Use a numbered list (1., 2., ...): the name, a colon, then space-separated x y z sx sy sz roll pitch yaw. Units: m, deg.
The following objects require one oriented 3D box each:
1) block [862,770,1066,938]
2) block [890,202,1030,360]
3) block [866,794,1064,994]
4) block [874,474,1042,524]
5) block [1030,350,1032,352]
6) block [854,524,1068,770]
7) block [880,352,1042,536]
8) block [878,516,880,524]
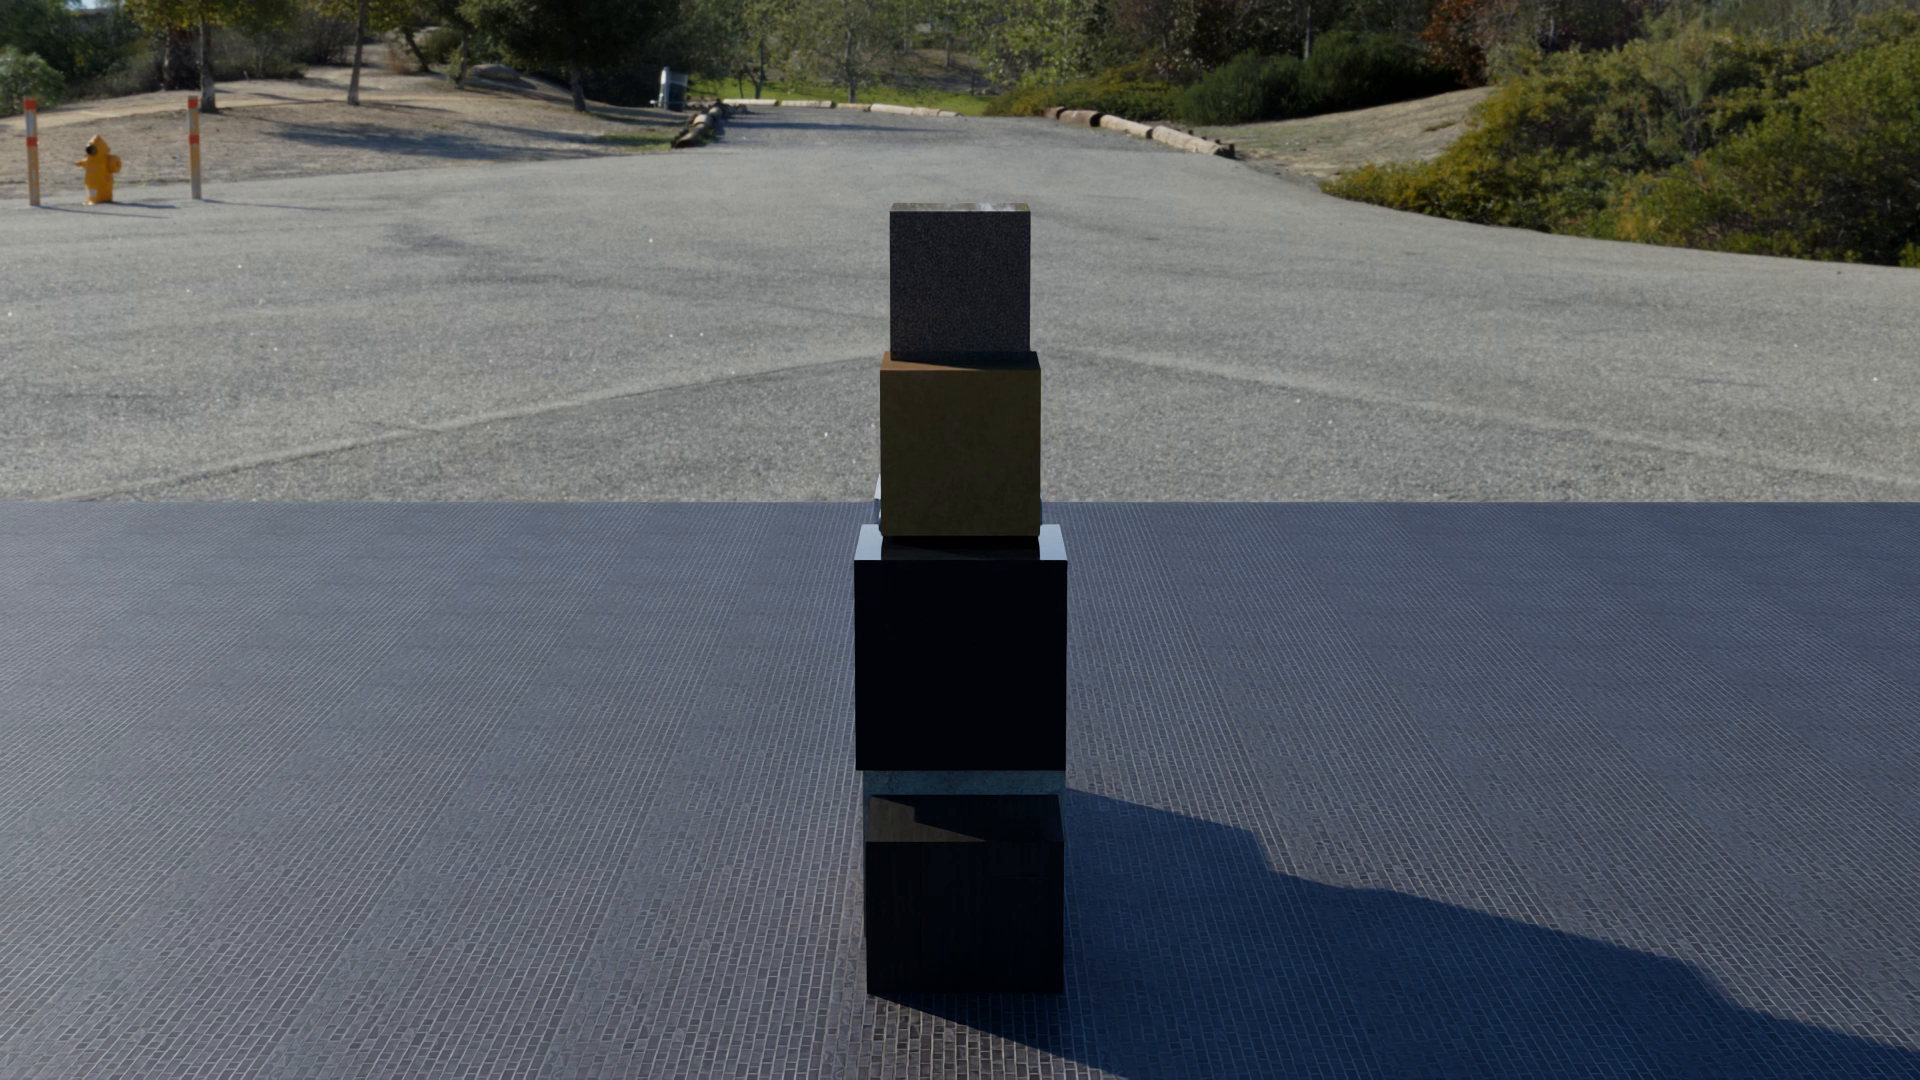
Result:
1. block: 0.016 1.181 10.949 0.826 0.760 0.916 0 10 0
2. block: 0.001 -1.113 10.968 0.583 0.618 0.654 0 11 0
3. block: 0.019 1.396 10.184 0.759 0.610 0.646 0 10 0
4. block: -0.008 0.087 11.924 0.754 0.690 0.721 0 10 0
5. block: 0.001 -0.518 11.447 0.635 0.632 0.648 0 9 0
6. block: 0.003 0.428 10.576 0.840 0.855 0.812 0 10 0
7. block: 0.002 -0.415 10.765 0.651 0.680 0.697 0 11 0
8. block: -0.010 0.199 11.260 0.672 0.709 0.601 0 11 0
